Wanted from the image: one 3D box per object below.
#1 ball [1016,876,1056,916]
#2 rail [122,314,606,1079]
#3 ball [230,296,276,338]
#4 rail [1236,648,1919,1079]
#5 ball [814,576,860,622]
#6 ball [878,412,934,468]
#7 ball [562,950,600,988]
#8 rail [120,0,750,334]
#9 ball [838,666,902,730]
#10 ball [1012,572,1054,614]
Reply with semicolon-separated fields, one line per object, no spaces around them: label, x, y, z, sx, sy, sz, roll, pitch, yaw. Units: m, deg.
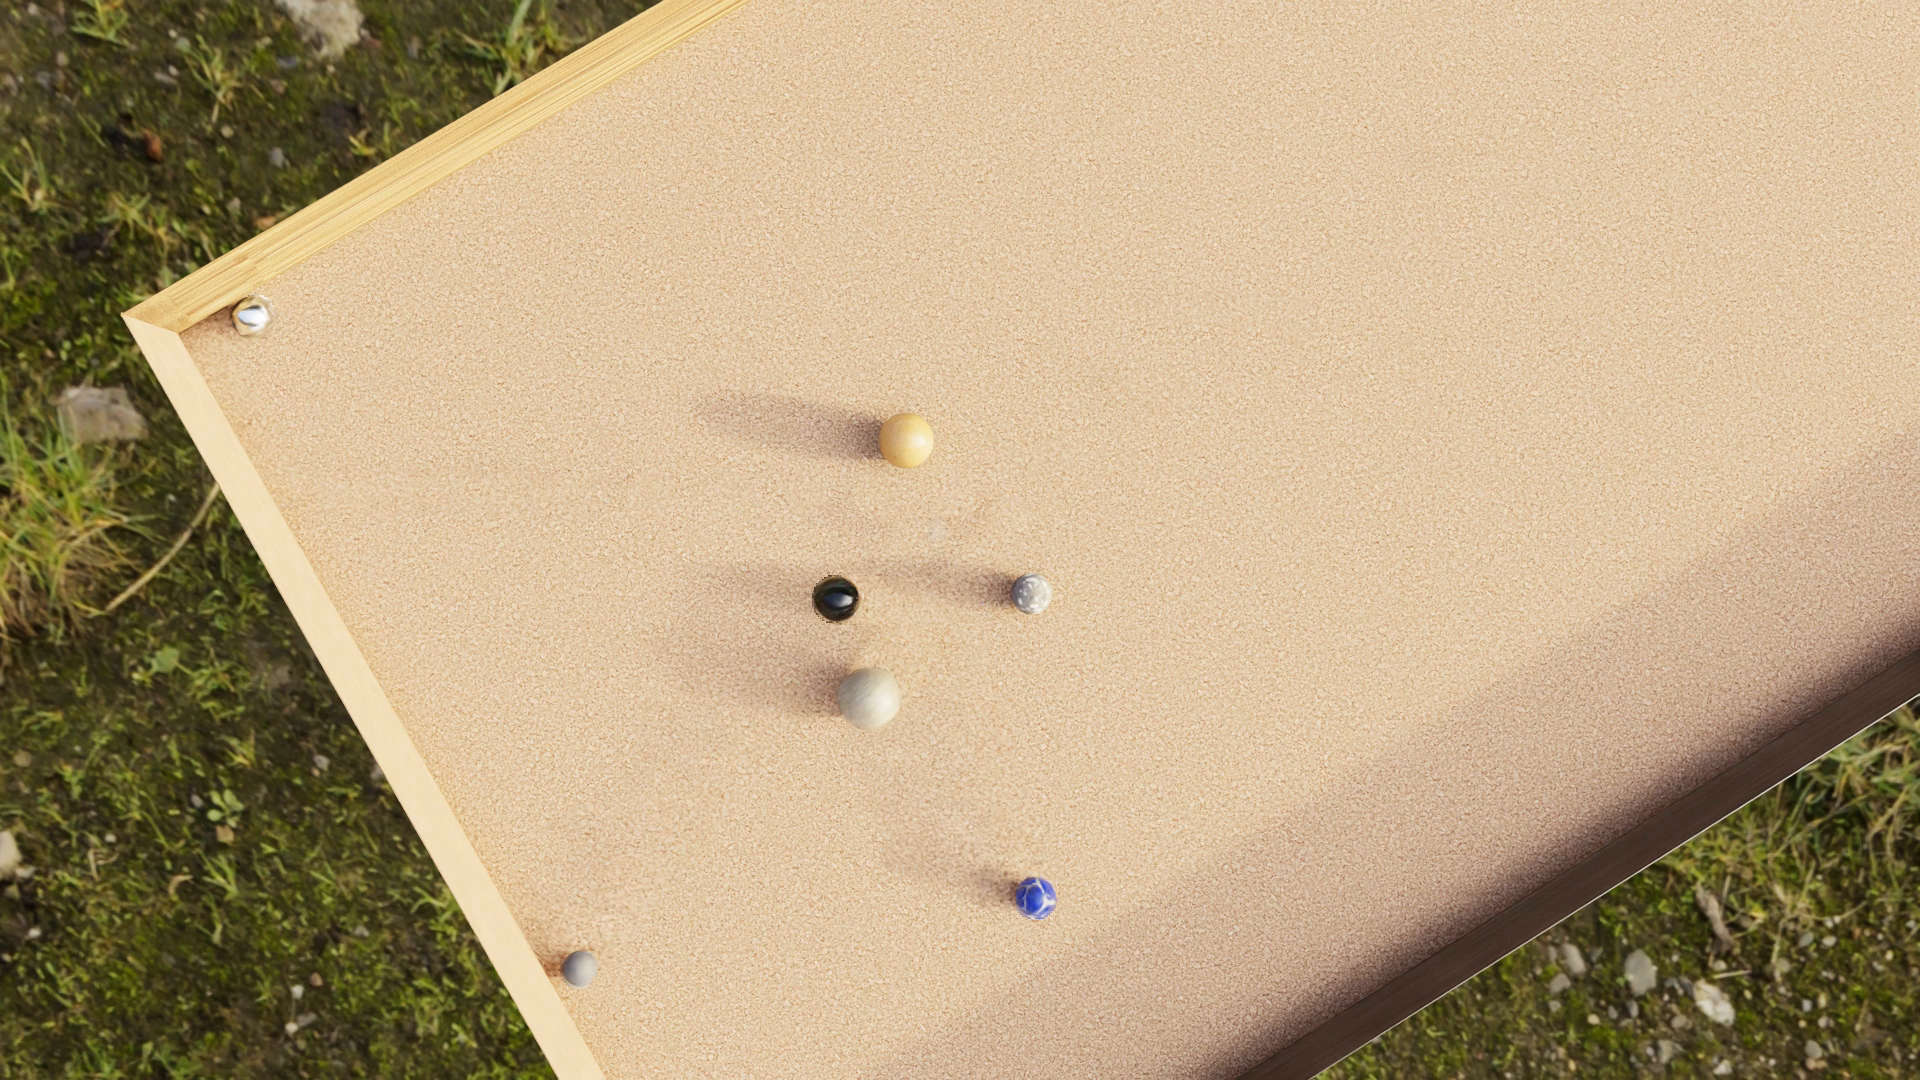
ball;0.110;0.519;3.199;0.059;0.059;0.059;0;83;0
rail;-0.733;0.440;3.178;0.045;0.119;1.832;-31;84;-4
ball;-1.063;-0.335;3.308;0.064;0.064;0.064;0;83;0
rail;1.218;0.297;3.197;3.530;0.119;0.045;-31;84;-4
ball;-0.181;0.088;3.251;0.068;0.068;0.068;0;83;0
ball;-0.080;-0.148;3.274;0.083;0.083;0.083;0;83;0
ball;-0.550;0.621;3.189;0.053;0.053;0.053;0;83;0
rail;0.289;-1.214;3.395;3.530;0.119;0.045;-31;84;-4
ball;-0.132;0.231;3.220;0.091;0.091;0.091;0;83;0
ball;0.107;0.079;3.255;0.062;0.062;0.062;0;83;0
